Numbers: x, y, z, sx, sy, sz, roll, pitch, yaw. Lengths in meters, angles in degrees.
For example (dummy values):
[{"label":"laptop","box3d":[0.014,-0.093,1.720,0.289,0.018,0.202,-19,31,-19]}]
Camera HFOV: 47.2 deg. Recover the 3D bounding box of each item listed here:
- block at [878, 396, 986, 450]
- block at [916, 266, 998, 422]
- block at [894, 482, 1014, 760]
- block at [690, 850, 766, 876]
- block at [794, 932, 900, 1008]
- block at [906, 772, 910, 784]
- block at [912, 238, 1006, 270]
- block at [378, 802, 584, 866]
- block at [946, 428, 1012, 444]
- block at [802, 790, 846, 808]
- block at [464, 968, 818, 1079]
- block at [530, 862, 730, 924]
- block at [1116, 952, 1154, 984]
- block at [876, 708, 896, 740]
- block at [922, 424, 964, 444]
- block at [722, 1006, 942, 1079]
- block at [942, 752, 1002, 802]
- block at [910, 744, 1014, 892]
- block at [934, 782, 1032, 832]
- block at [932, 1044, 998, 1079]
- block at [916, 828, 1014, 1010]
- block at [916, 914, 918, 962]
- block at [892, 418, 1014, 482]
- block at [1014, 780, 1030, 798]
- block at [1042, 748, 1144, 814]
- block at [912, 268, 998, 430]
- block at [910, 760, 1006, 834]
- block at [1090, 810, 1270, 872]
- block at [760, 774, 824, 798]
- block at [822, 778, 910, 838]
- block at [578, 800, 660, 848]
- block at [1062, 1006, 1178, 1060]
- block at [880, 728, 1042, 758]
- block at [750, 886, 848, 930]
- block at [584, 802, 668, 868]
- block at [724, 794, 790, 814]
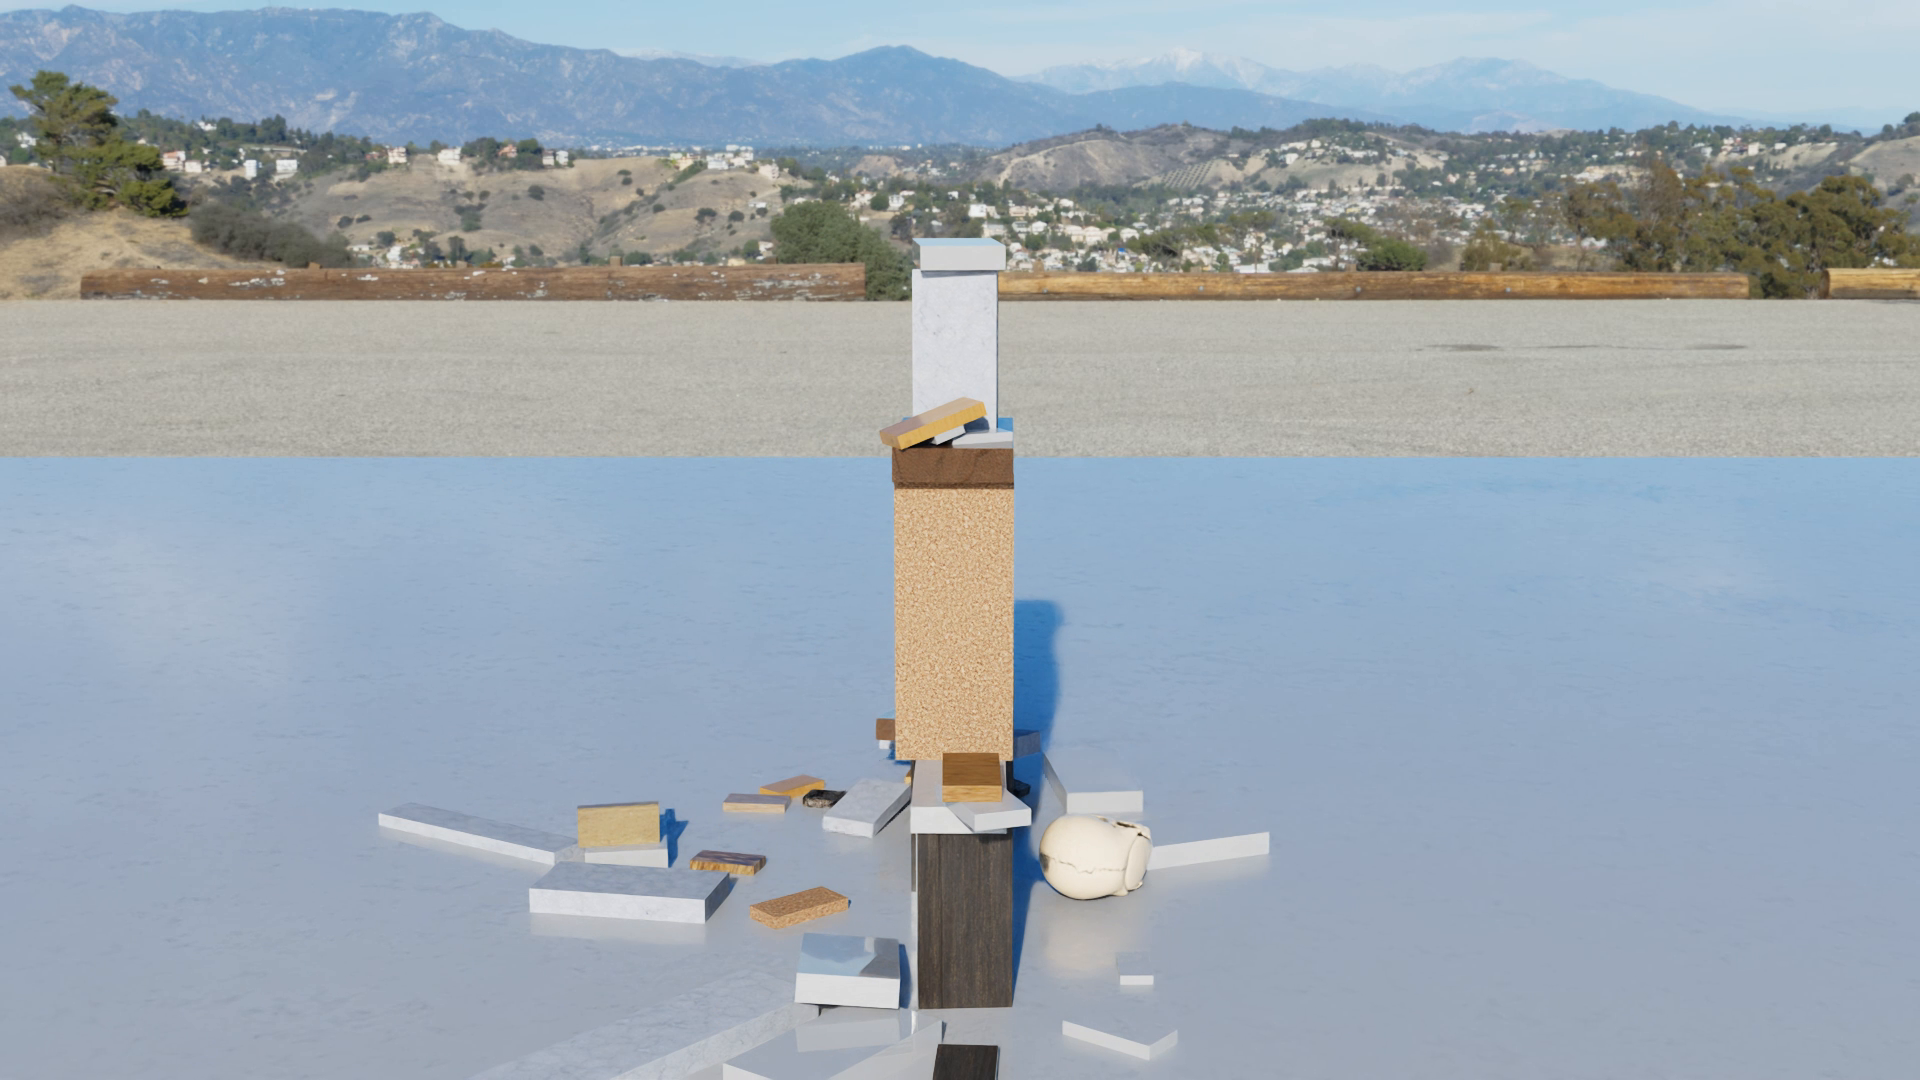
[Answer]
[{"label":"block","box3d":[-0.040,-0.174,3.257,0.145,0.021,0.072,-23,18,-19]},{"label":"block","box3d":[-0.005,-0.312,3.483,0.126,0.253,0.036,-2,10,-9]},{"label":"block","box3d":[-0.008,0.117,3.324,0.178,0.432,0.050,0,11,1]},{"label":"block","box3d":[-0.401,0.557,3.800,0.117,0.017,0.058,3,11,15]},{"label":"block","box3d":[-0.162,0.625,3.206,0.144,0.041,0.288,4,1,-2]},{"label":"block","box3d":[-0.041,0.444,4.234,0.094,0.027,0.189,2,11,10]},{"label":"block","box3d":[-0.004,-0.441,3.388,0.126,0.036,0.253,-1,10,-4]},{"label":"block","box3d":[-0.863,0.526,3.952,0.426,0.023,0.080,6,12,31]},{"label":"block","box3d":[0.024,-0.156,3.295,0.098,0.014,0.049,-5,11,-24]},{"label":"block","box3d":[-0.232,0.491,4.155,0.119,0.017,0.059,3,11,13]},{"label":"block","box3d":[-0.595,0.730,2.806,0.144,0.041,1.037,9,14,40]},{"label":"block","box3d":[-0.542,0.579,3.621,0.296,0.040,0.140,2,11,10]},{"label":"block","box3d":[0.263,0.647,3.325,0.049,0.014,0.098,0,11,0]},{"label":"block","box3d":[-0.038,0.350,4.419,0.144,0.041,0.633,2,1,9]},{"label":"block","box3d":[-0.037,-0.163,3.278,0.049,0.014,0.098,-24,19,-22]},{"label":"block","box3d":[-0.169,0.697,2.979,0.144,0.041,0.288,8,13,36]},{"label":"block","box3d":[0.016,0.337,3.133,0.082,0.023,0.165,0,11,0]},{"label":"block","box3d":[0.003,0.417,3.670,0.170,0.339,0.048,0,11,0]},{"label":"block","box3d":[0.031,0.369,3.088,0.082,0.023,0.165,-4,11,-20]},{"label":"block","box3d":[0.006,0.716,2.926,0.082,0.023,0.165,1,11,3]},{"label":"block","box3d":[0.007,0.542,3.183,0.136,0.273,0.039,-1,11,-3]},{"label":"block","box3d":[0.001,0.508,3.363,0.136,0.273,0.039,0,11,-1]},{"label":"block","box3d":[-0.007,-0.142,3.397,0.178,0.050,0.356,0,10,1]},{"label":"block","box3d":[0.070,0.463,4.217,0.119,0.017,0.059,20,12,22]},{"label":"block","box3d":[0.253,0.464,4.239,0.144,0.041,0.287,-1,11,-7]},{"label":"block","box3d":[-0.008,-0.285,3.334,0.126,0.253,0.036,0,11,2]},{"label":"block","box3d":[0.000,0.372,3.245,0.136,0.039,0.273,0,11,1]},{"label":"block","box3d":[0.388,0.530,3.883,0.280,0.040,0.140,-4,11,-21]},{"label":"block","box3d":[-0.323,0.477,4.232,0.059,0.017,0.117,9,14,41]},{"label":"block","box3d":[-0.171,0.493,4.057,0.097,0.027,0.193,6,17,19]},{"label":"block","box3d":[-0.589,0.491,3.797,0.139,0.069,0.020,-2,11,-11]},{"label":"block","box3d":[0.224,0.689,3.080,0.145,0.021,0.072,8,13,37]},{"label":"block","box3d":[0.002,0.394,4.342,0.287,0.041,0.144,2,1,21]},{"label":"block","box3d":[-0.261,0.597,3.573,0.145,0.021,0.072,-9,14,-39]},{"label":"block","box3d":[-0.591,0.527,3.901,0.140,0.040,0.280,-2,11,-8]},{"label":"block","box3d":[-0.382,0.495,4.135,0.117,0.017,0.058,1,11,7]}]
